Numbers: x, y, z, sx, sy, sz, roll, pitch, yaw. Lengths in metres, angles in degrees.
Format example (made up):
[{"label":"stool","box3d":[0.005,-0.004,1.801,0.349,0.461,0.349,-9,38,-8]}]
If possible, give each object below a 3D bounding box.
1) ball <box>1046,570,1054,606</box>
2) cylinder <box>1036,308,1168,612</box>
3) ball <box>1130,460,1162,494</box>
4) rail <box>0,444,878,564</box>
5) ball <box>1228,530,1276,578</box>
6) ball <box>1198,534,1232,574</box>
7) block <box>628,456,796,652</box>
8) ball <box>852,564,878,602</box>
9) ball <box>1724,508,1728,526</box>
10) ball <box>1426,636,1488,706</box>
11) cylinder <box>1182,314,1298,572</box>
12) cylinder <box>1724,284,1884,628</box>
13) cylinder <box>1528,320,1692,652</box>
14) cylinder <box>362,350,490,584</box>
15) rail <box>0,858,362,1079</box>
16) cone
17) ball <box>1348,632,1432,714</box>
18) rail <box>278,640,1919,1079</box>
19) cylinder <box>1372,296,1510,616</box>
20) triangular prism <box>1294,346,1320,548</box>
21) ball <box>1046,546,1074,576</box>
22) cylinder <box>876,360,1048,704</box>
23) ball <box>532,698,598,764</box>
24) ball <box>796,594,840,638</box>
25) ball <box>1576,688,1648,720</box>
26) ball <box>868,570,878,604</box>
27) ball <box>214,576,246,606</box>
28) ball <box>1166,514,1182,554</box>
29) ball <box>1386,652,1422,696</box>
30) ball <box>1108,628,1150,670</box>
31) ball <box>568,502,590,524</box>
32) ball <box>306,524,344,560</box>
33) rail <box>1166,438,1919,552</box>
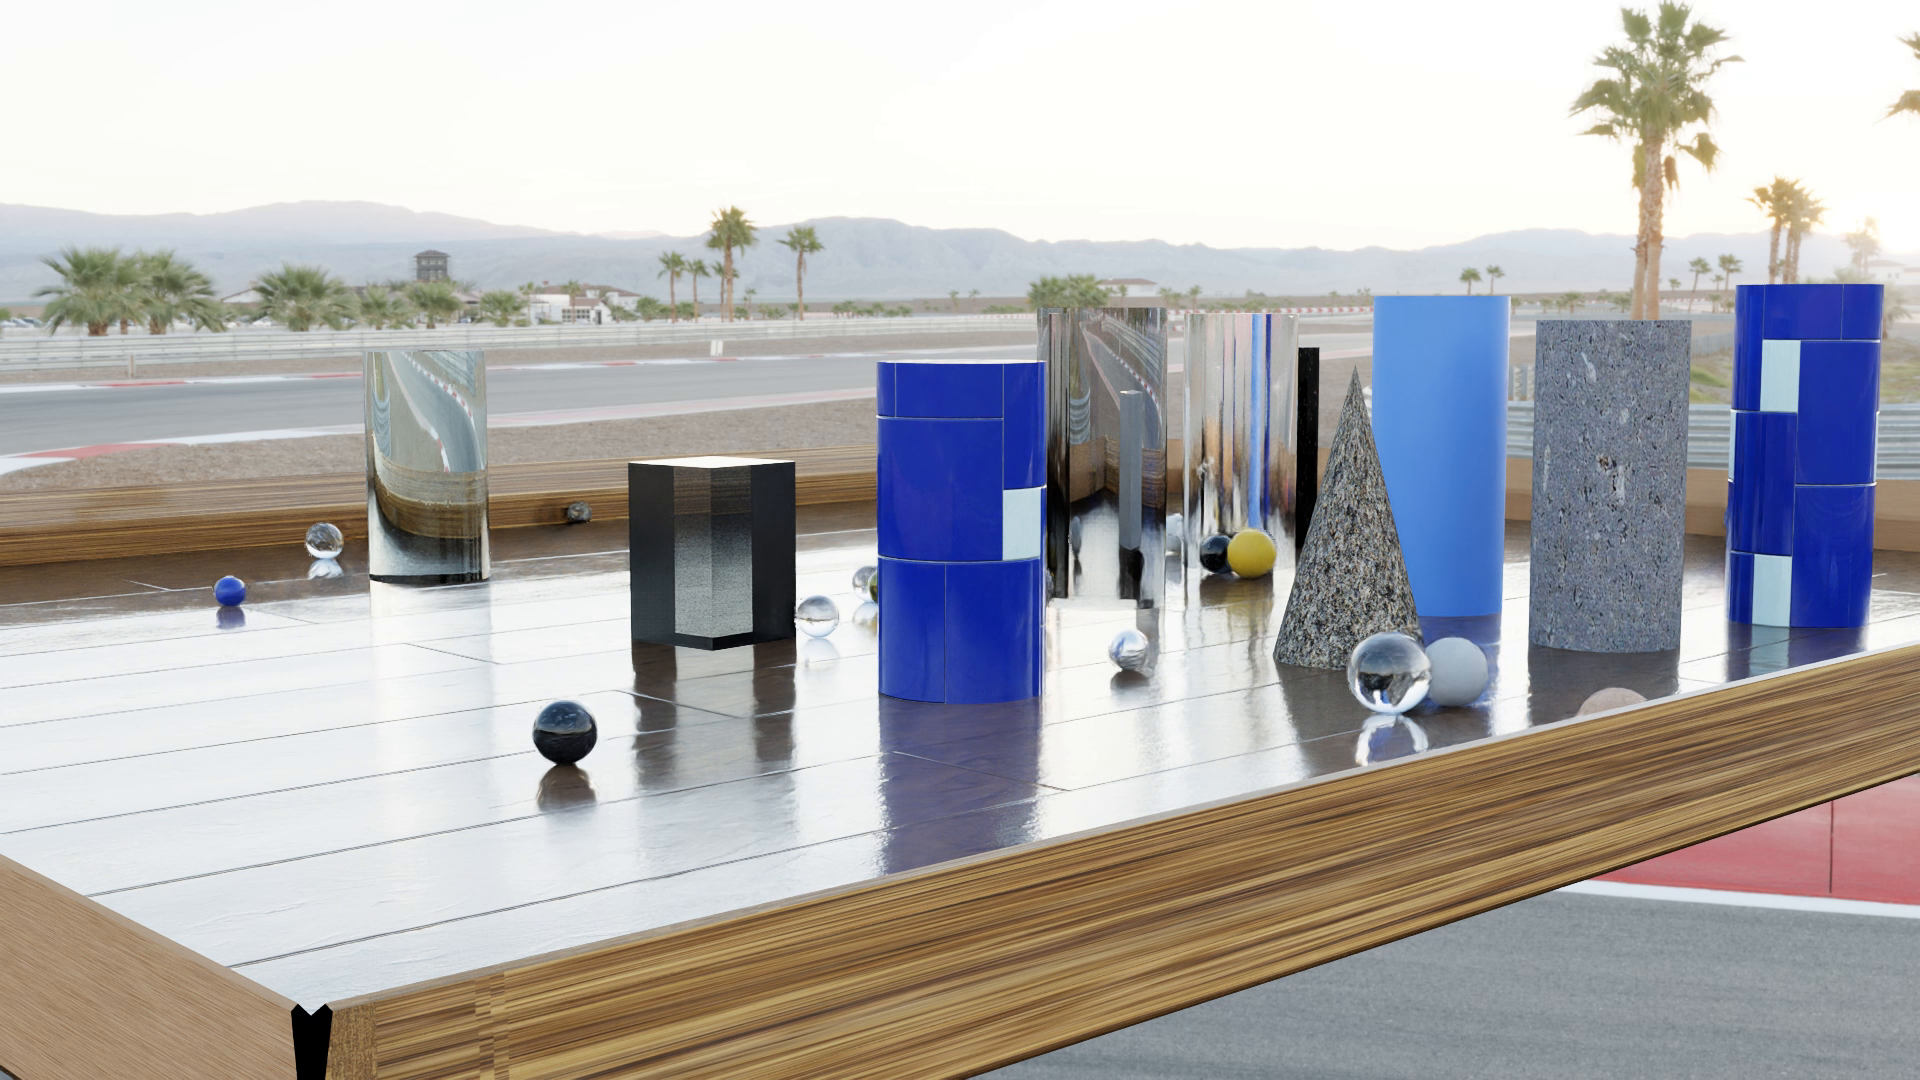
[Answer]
[{"label":"ball","box3d":[0.093,0.070,3.202,0.086,0.086,0.086,0,6,0]},{"label":"cylinder","box3d":[0.215,-0.128,3.345,0.199,0.449,0.199,0,6,0]},{"label":"ball","box3d":[0.455,-0.155,5.376,0.082,0.082,0.082,0,6,0]},{"label":"rail","box3d":[-1.018,-0.081,4.429,3.618,0.129,0.045,-5,8,-42]},{"label":"ball","box3d":[0.487,0.023,3.668,0.082,0.082,0.082,0,6,0]},{"label":"ball","box3d":[0.439,0.024,3.733,0.066,0.066,0.066,0,6,0]},{"label":"block","box3d":[-0.335,0.014,2.986,0.159,0.241,0.159,5,8,39]},{"label":"ball","box3d":[-0.138,0.066,3.376,0.058,0.058,0.058,0,6,0]},{"label":"ball","box3d":[1.515,-0.040,4.219,0.093,0.093,0.093,0,6,0]},{"label":"ball","box3d":[0.556,0.149,2.481,0.079,0.079,0.079,0,6,0]},{"label":"cylinder","box3d":[0.489,-0.175,3.844,0.199,0.440,0.199,0,6,0]},{"label":"cylinder","box3d":[1.211,-0.125,3.162,0.199,0.481,0.199,0,6,0]},{"label":"cylinder","box3d":[0.870,-0.078,2.951,0.199,0.432,0.199,0,6,0]},{"label":"cylinder","box3d":[-0.890,-0.126,3.672,0.199,0.378,0.199,0,6,0]},{"label":"rail","box3d":[-1.312,0.159,2.128,0.045,0.129,3.050,-5,8,-42]},{"label":"cone","box3d":[0.503,-0.036,2.814,0.199,0.378,0.199,0,6,0]},{"label":"ball","box3d":[0.475,0.147,2.433,0.092,0.092,0.092,0,6,0]},{"label":"rail","box3d":[1.018,0.148,2.235,3.618,0.129,0.045,-5,8,-42]},{"label":"cylinder","box3d":[0.715,-0.130,3.288,0.199,0.466,0.199,0,6,0]},{"label":"triangular prism","box3d":[0.584,-0.180,4.198,0.172,0.377,0.149,0,6,0]},{"label":"ball","box3d":[0.164,0.036,3.690,0.052,0.052,0.052,0,6,0]},{"label":"cylinder","box3d":[0.002,-0.016,2.577,0.199,0.386,0.199,0,6,0]},{"label":"ball","box3d":[-0.389,0.189,2.166,0.065,0.065,0.065,0,6,0]},{"label":"ball","box3d":[-0.194,0.104,3.003,0.060,0.060,0.060,0,6,0]},{"label":"ball","box3d":[0.641,0.183,2.144,0.079,0.079,0.079,0,6,0]},{"label":"ball","box3d":[-0.107,0.070,3.309,0.063,0.063,0.063,0,6,0]},{"label":"ball","box3d":[-1.104,0.077,3.325,0.046,0.046,0.046,0,6,0]},{"label":"ball","box3d":[0.400,-0.011,4.041,0.072,0.072,0.072,0,6,0]},{"label":"ball","box3d":[0.519,0.155,2.549,0.051,0.051,0.051,0,6,0]},{"label":"ball","box3d":[0.210,0.136,2.734,0.052,0.052,0.052,0,6,0]},{"label":"ball","box3d":[-0.799,-0.056,4.603,0.046,0.046,0.046,0,6,0]},{"label":"ball","box3d":[-1.141,0.003,3.951,0.065,0.065,0.065,0,6,0]},{"label":"rail","box3d":[1.312,-0.092,4.536,0.045,0.129,3.050,-5,8,-42]}]
